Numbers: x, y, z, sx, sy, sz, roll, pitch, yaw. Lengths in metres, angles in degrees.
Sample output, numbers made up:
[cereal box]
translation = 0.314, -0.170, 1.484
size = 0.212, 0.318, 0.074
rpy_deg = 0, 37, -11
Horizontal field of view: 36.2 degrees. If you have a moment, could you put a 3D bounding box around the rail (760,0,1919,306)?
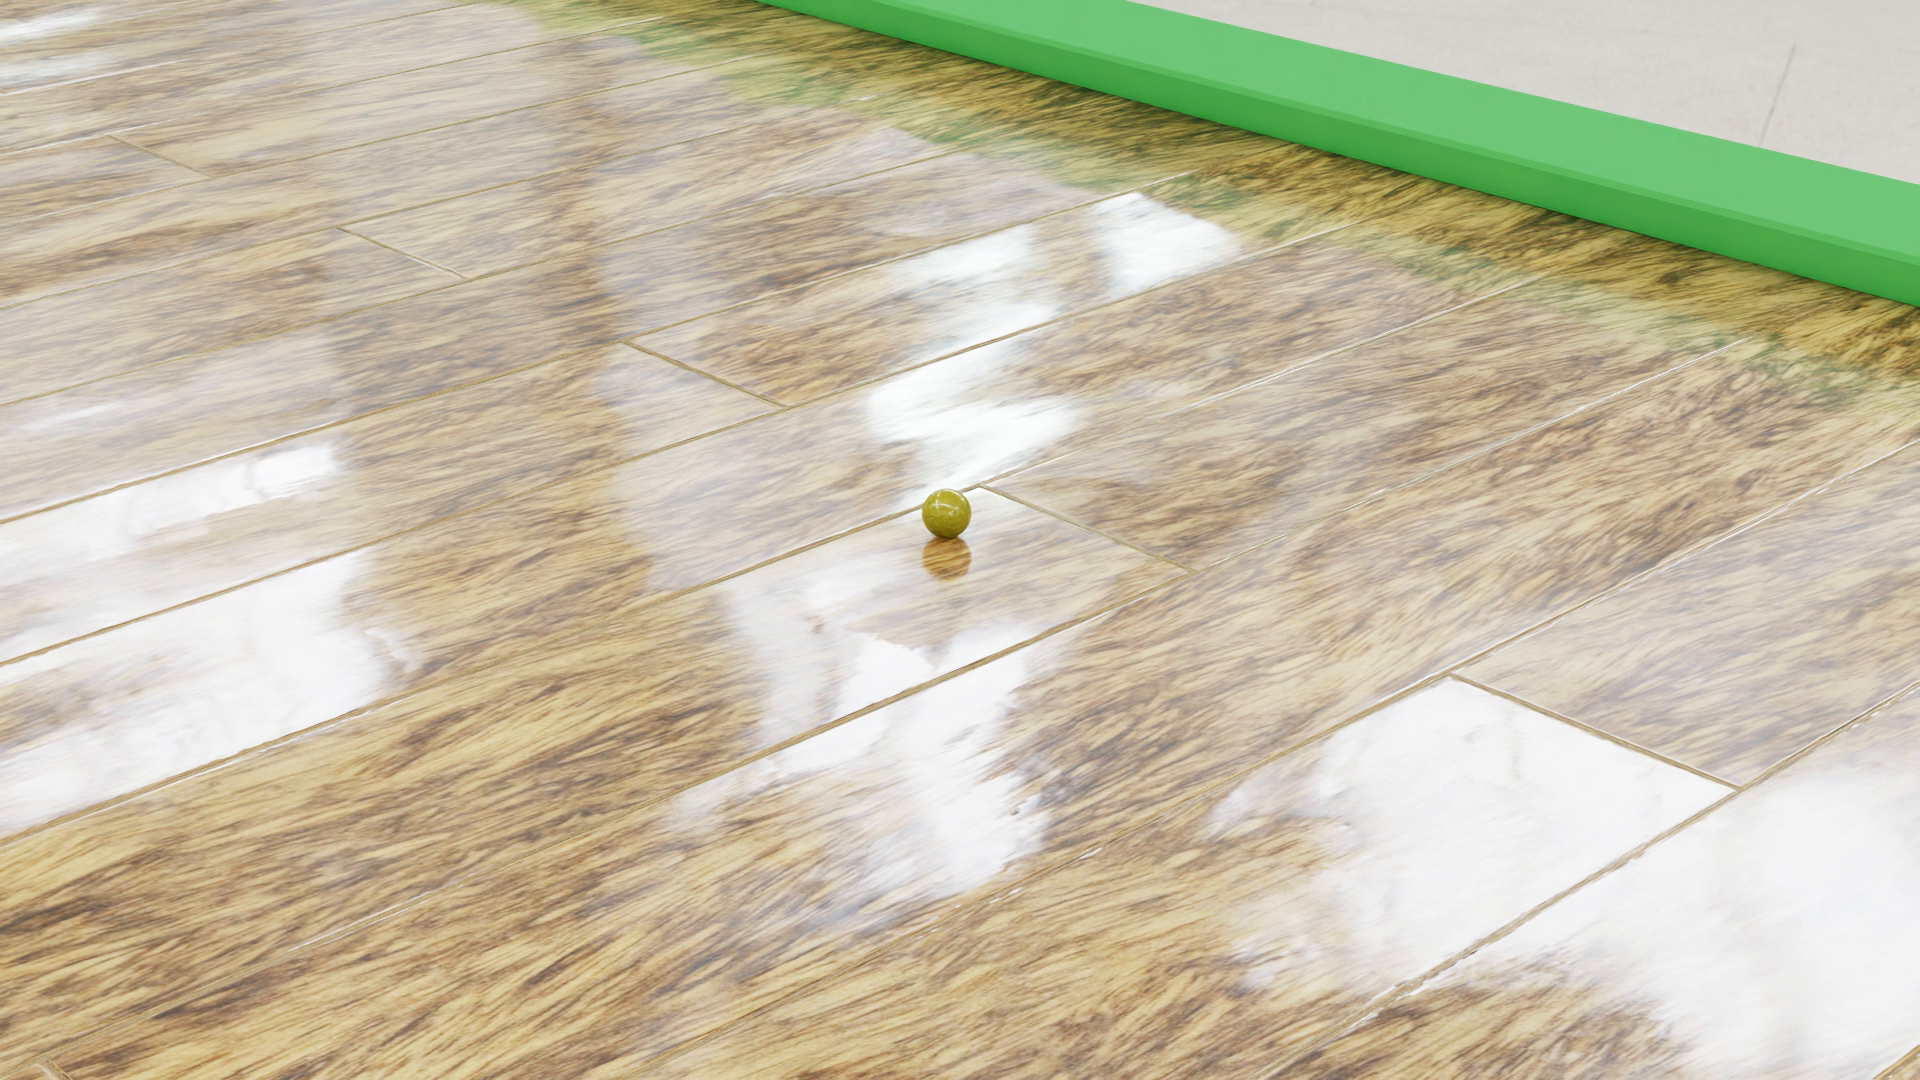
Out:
[rail]
translation = 0.095, -0.639, 3.705
size = 0.045, 0.120, 4.173
rpy_deg = -21, 31, -39

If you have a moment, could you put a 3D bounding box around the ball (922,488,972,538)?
[ball]
translation = -0.011, -0.022, 2.398
size = 0.041, 0.041, 0.041
rpy_deg = 0, 24, 0
